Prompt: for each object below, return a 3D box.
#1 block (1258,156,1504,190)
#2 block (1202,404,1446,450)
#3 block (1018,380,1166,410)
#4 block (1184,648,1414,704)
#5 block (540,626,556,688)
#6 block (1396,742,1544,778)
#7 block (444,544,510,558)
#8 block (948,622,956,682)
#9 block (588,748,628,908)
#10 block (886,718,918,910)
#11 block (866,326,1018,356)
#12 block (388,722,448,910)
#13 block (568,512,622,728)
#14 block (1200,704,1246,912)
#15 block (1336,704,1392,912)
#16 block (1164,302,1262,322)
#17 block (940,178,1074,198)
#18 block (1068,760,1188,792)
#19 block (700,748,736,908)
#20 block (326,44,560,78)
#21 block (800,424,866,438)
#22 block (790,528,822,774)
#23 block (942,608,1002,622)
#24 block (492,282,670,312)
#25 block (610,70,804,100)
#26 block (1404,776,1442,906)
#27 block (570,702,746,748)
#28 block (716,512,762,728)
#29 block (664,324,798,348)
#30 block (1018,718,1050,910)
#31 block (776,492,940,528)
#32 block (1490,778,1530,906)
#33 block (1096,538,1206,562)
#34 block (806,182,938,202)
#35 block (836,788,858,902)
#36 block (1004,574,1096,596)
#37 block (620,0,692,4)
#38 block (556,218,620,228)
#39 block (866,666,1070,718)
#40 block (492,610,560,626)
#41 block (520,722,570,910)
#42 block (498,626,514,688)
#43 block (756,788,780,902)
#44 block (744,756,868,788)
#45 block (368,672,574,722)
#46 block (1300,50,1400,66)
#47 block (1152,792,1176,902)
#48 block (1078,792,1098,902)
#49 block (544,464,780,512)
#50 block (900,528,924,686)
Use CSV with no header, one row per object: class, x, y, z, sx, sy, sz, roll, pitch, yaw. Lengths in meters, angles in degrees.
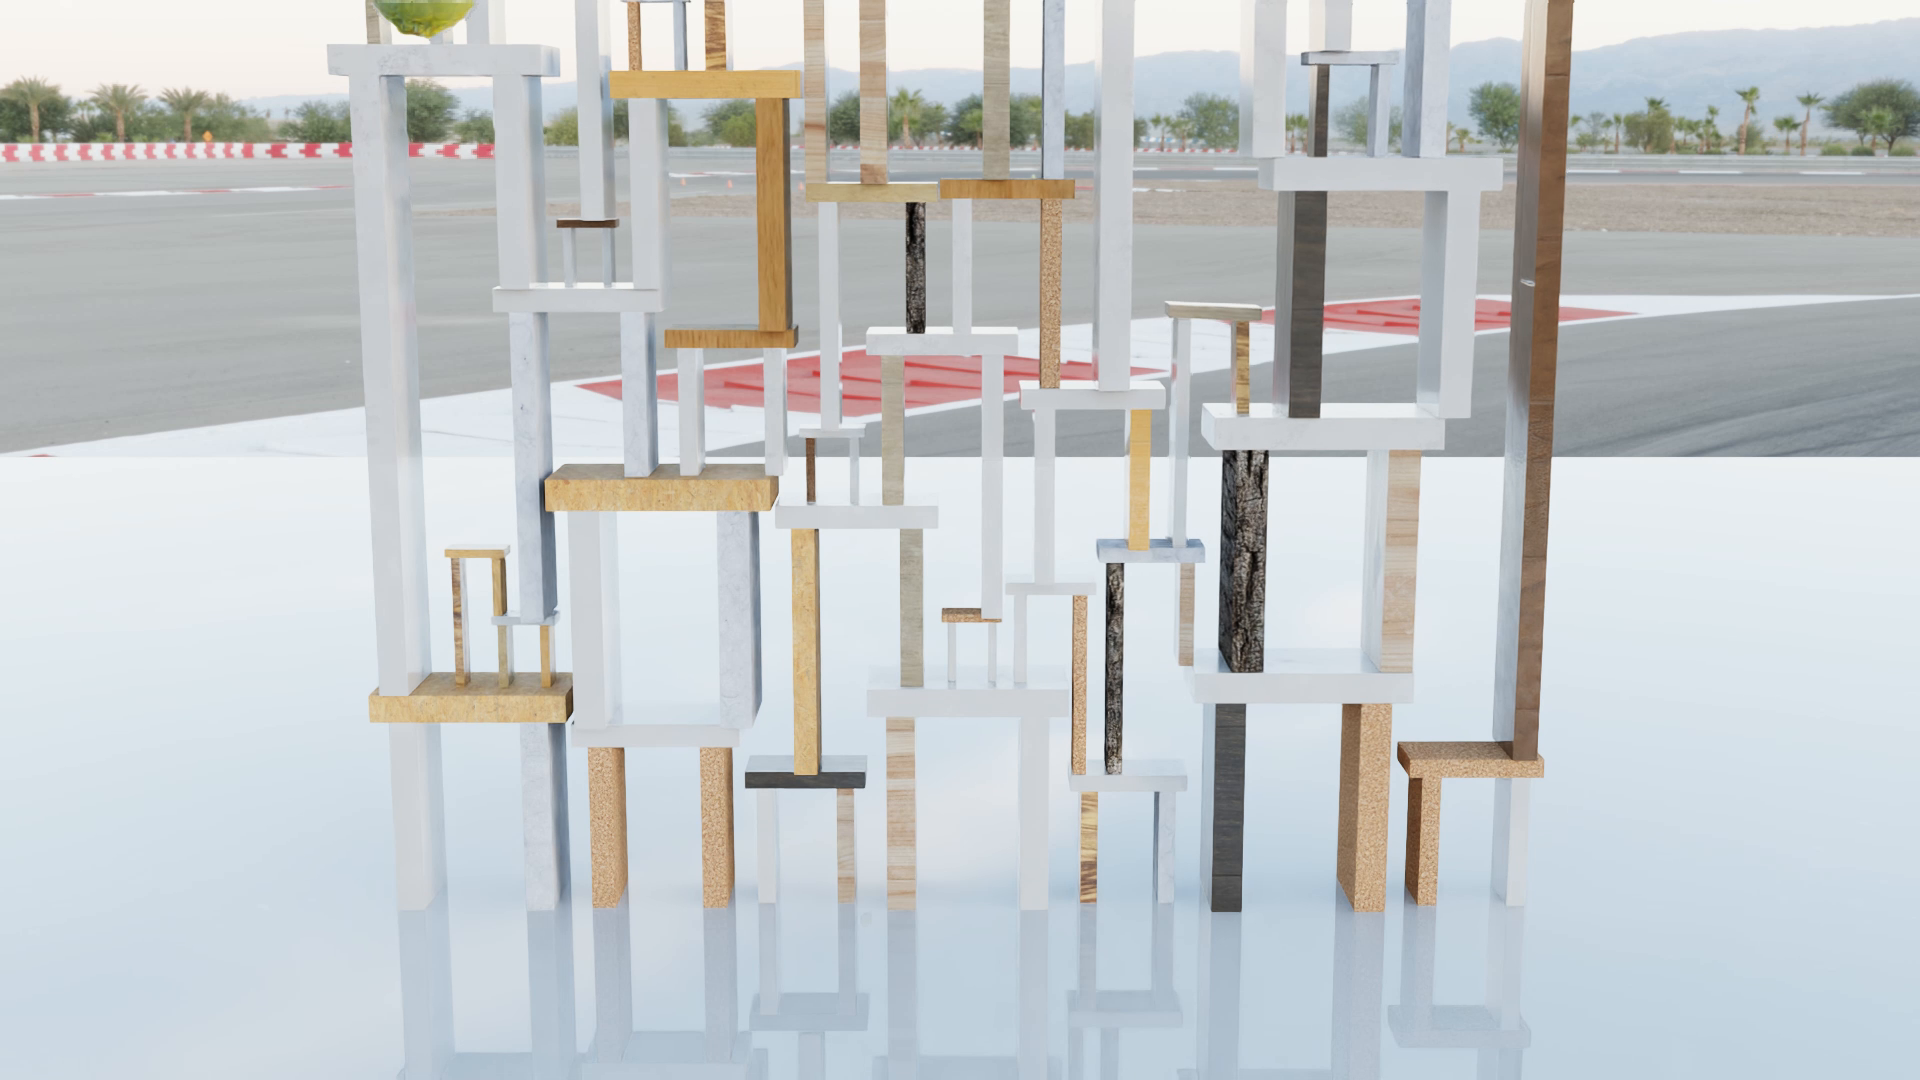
block,0.655,-0.575,3.448,0.350,0.050,0.175,0,10,0
block,0.578,-0.183,3.529,0.360,0.051,0.180,0,10,0
block,0.209,-0.232,3.513,0.227,0.032,0.113,0,11,0
block,0.550,0.221,3.600,0.350,0.050,0.175,0,10,0
block,-0.674,0.184,3.595,0.015,0.103,0.052,0,11,0
block,0.840,0.361,3.623,0.218,0.031,0.109,0,11,0
block,-0.782,0.017,3.565,0.096,0.014,0.048,0,11,1
block,-0.013,0.177,3.591,0.014,0.098,0.049,0,11,0
block,-0.583,0.456,3.645,0.039,0.272,0.136,0,11,0
block,-0.096,0.430,3.642,0.046,0.325,0.162,0,11,0
block,-0.027,-0.317,3.503,0.239,0.034,0.119,0,11,0
block,-0.896,0.435,3.640,0.045,0.316,0.158,0,11,0
block,-0.592,0.112,3.576,0.050,0.353,0.176,0,11,0
block,0.434,0.418,3.637,0.050,0.350,0.175,0,11,0
block,0.668,0.418,3.637,0.050,0.350,0.175,0,10,0
block,0.401,-0.363,3.491,0.146,0.021,0.073,2,10,-2
block,0.073,-0.552,3.453,0.209,0.030,0.104,0,11,0
block,0.275,0.389,3.635,0.191,0.027,0.095,0,11,0
block,-0.401,0.456,3.645,0.039,0.272,0.136,0,11,0
block,-0.799,-0.745,3.420,0.325,0.046,0.162,0,11,0
block,-0.204,-0.175,3.526,0.104,0.015,0.052,0,11,0
block,-0.250,0.170,3.594,0.037,0.406,0.130,0,11,0
block,0.019,0.122,3.580,0.098,0.014,0.049,0,11,0
block,-0.598,-0.385,3.488,0.260,0.037,0.130,0,11,0
block,-0.389,-0.708,3.424,0.291,0.041,0.145,0,11,0
block,0.767,0.483,3.646,0.031,0.218,0.109,0,11,0
block,-0.492,0.304,3.616,0.272,0.039,0.136,0,11,0
block,-0.357,0.112,3.575,0.050,0.353,0.176,0,11,0
block,-0.362,-0.324,3.499,0.202,0.029,0.101,0,11,0
block,0.121,0.430,3.642,0.046,0.325,0.162,0,11,0
block,-0.164,-0.048,3.554,0.259,0.037,0.130,0,11,0
block,0.912,0.483,3.646,0.031,0.218,0.109,0,11,0
block,0.308,0.017,3.567,0.170,0.024,0.085,0,10,0
block,-0.137,-0.547,3.454,0.203,0.029,0.102,0,11,0
block,-0.188,0.493,3.655,0.028,0.196,0.098,0,11,0
block,0.146,0.072,3.572,0.146,0.021,0.073,0,11,0
block,-0.470,-0.840,3.402,0.105,0.015,0.053,-1,11,-2
block,-0.585,-0.499,3.463,0.092,0.013,0.046,0,11,0
block,0.013,0.247,3.608,0.325,0.046,0.162,0,11,0
block,-0.707,0.126,3.584,0.103,0.015,0.052,0,10,0
block,-0.686,0.435,3.640,0.045,0.316,0.158,0,11,0
block,-0.742,0.184,3.595,0.015,0.104,0.052,0,11,0
block,-0.318,0.493,3.655,0.028,0.196,0.098,0,11,0
block,-0.253,0.383,3.634,0.196,0.028,0.098,0,11,0
block,-0.791,0.257,3.608,0.316,0.045,0.158,0,11,0
block,0.606,-0.750,3.421,0.141,0.020,0.071,0,11,-1
block,0.339,0.496,3.654,0.027,0.191,0.095,0,11,0
block,0.212,0.496,3.655,0.027,0.191,0.095,0,11,0
block,-0.475,-0.086,3.539,0.353,0.050,0.176,0,11,0
block,-0.077,0.097,3.581,0.037,0.259,0.130,0,11,0
